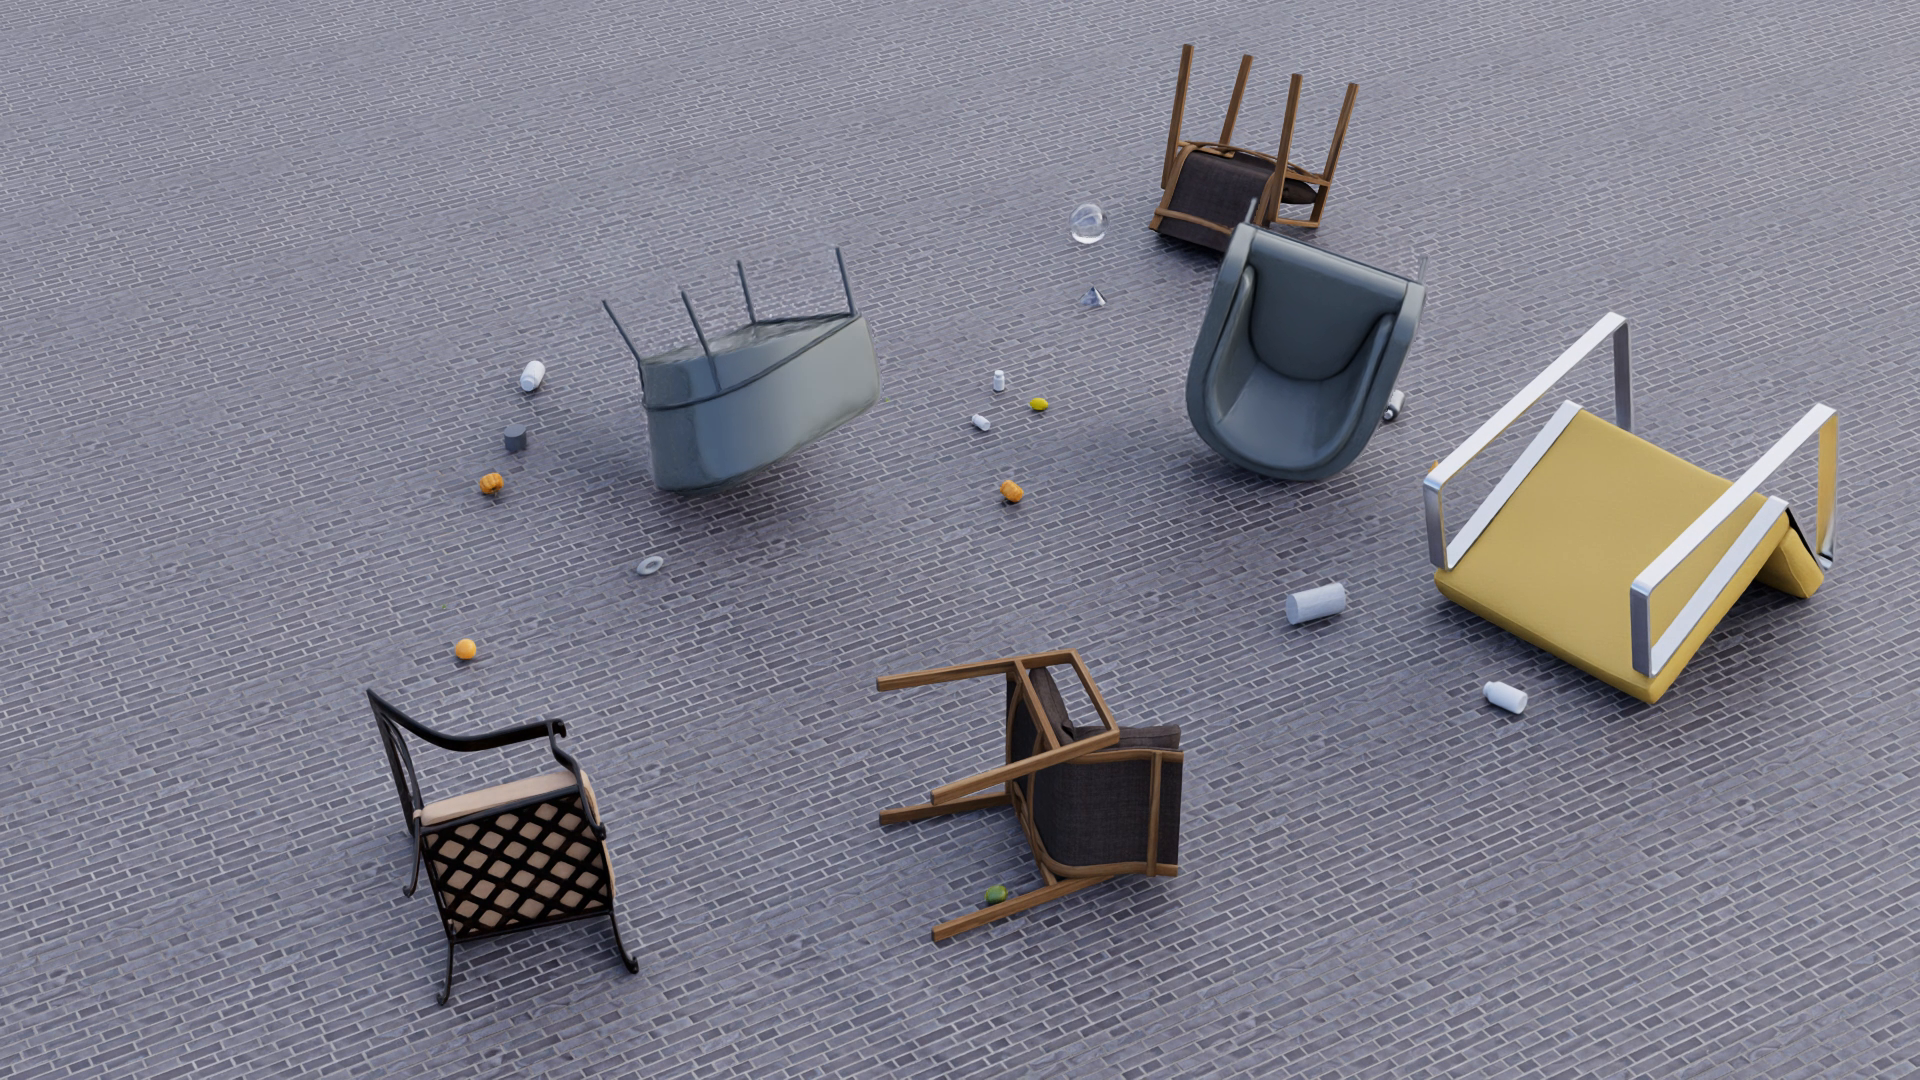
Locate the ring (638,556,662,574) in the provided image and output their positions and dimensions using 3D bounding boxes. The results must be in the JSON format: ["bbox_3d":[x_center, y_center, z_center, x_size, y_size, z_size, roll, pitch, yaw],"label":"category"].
[{"bbox_3d":[-1.137,0.094,10.752,0.107,0.057,0.034,-28,24,-20],"label":"ring"}]

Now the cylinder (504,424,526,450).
[{"bbox_3d":[-1.743,-0.402,11.497,0.080,0.063,0.103,11,35,17],"label":"cylinder"}]

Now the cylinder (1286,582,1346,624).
[{"bbox_3d":[1.273,0.227,10.489,0.192,0.123,0.091,-13,43,-19],"label":"cylinder"}]

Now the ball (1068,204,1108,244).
[{"bbox_3d":[0.564,-1.392,12.895,0.177,0.177,0.177,0,33,0],"label":"ball"}]

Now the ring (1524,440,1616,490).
[{"bbox_3d":[2.349,-0.290,11.290,0.399,0.105,0.226,-15,38,-23],"label":"ring"}]

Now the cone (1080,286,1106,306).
[{"bbox_3d":[0.567,-1.052,12.481,0.120,0.066,0.116,16,37,23],"label":"cone"}]

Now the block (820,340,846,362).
[{"bbox_3d":[-0.521,-0.778,12.077,0.084,0.053,0.059,-24,40,-32],"label":"block"}]

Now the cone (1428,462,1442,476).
[{"bbox_3d":[1.836,-0.285,11.321,0.051,0.062,0.057,-9,34,-13],"label":"cone"}]
